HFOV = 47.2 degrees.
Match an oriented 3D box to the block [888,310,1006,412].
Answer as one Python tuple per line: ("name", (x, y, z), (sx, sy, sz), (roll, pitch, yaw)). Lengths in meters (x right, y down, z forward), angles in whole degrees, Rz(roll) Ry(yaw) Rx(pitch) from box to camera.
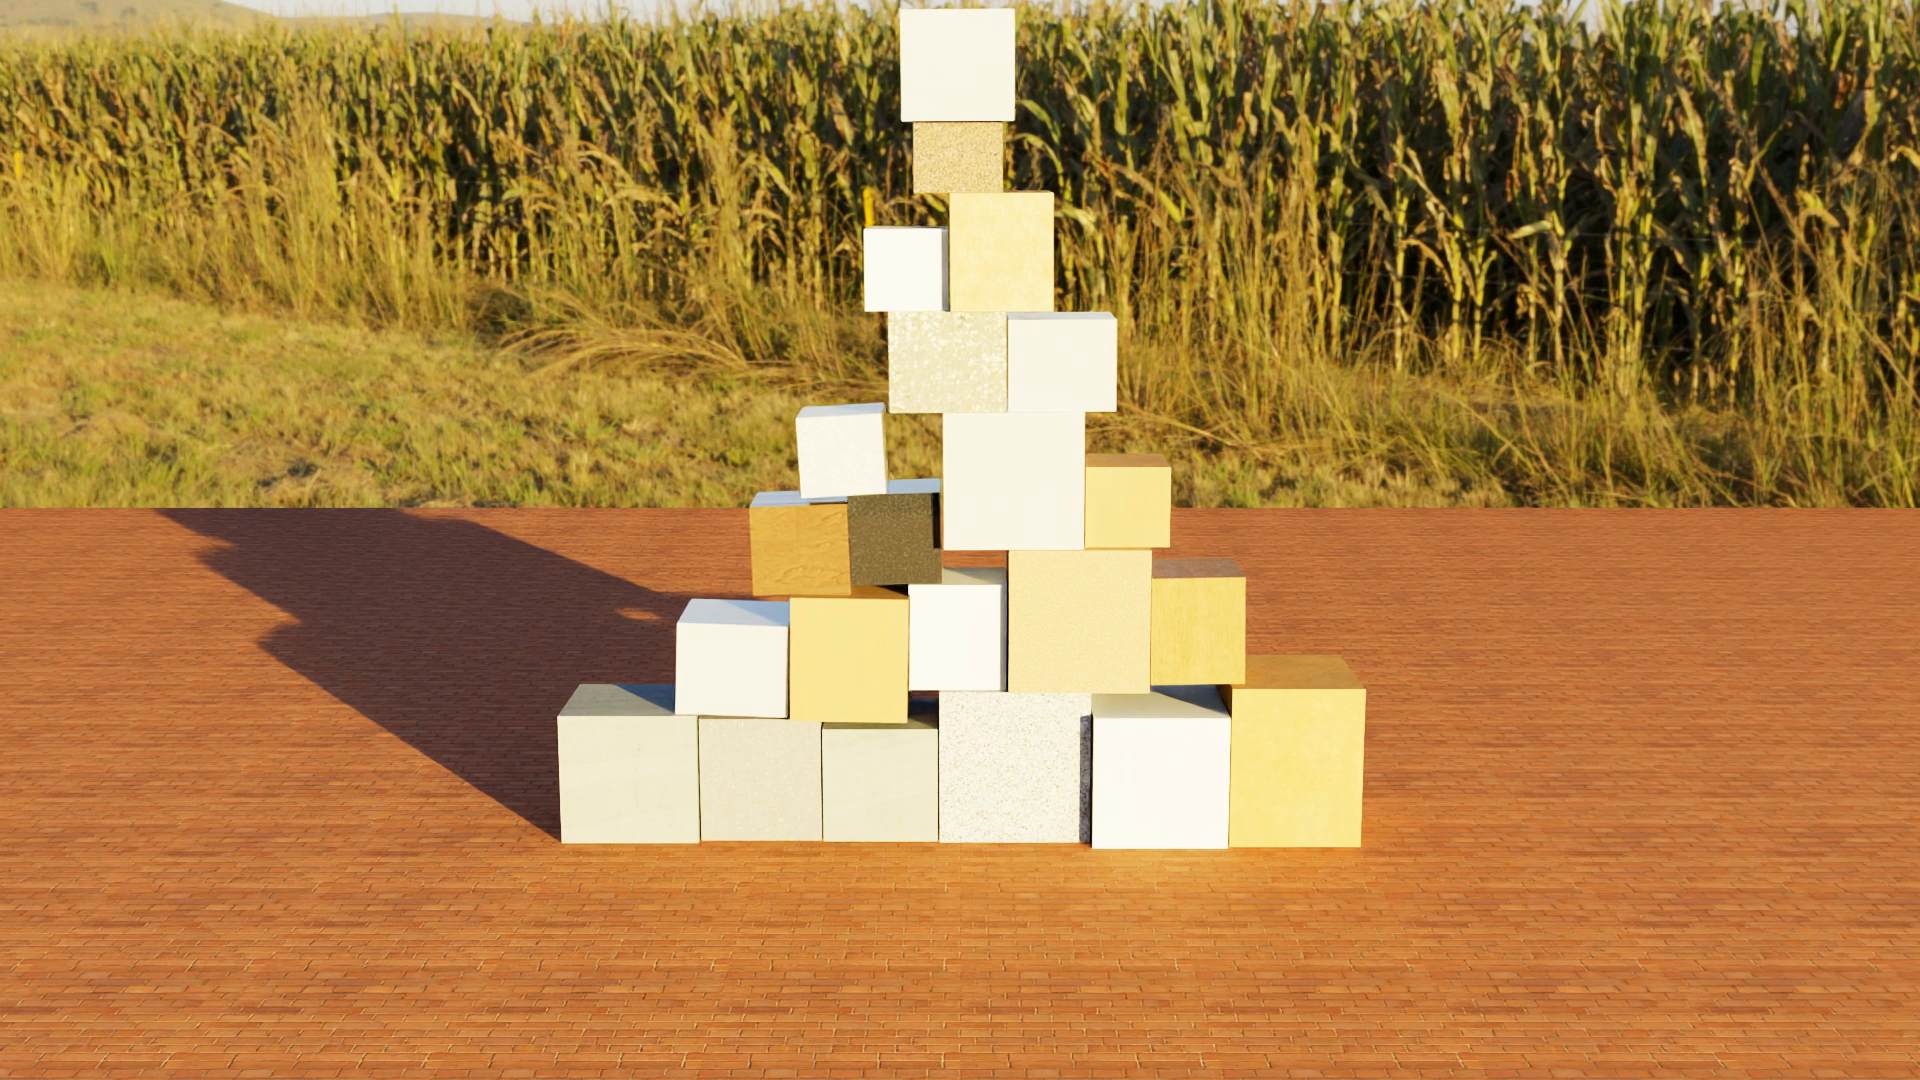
("block", (-0.060, -0.921, 11.032), (0.575, 0.497, 0.553), (0, 10, 0))

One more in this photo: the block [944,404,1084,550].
("block", (0.265, -0.343, 11.135), (0.693, 0.679, 0.628), (0, 10, 0))

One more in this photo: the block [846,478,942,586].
("block", (-0.325, -0.044, 11.178), (0.457, 0.459, 0.455), (-2, 10, 0))

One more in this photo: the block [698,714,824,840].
("block", (-1.008, 1.163, 11.392), (0.612, 0.635, 0.564), (0, 10, 0))

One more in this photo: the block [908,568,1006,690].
("block", (-0.011, 0.448, 11.242), (0.490, 0.536, 0.475), (0, 10, 0))

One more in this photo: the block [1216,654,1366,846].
("block", (1.685, 1.076, 11.365), (0.660, 0.817, 0.751), (0, 10, 0))

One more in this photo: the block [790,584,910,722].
("block", (-0.553, 0.545, 11.273), (0.585, 0.629, 0.639), (1, 10, 0))

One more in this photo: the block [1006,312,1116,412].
("block", (0.502, -0.899, 11.027), (0.530, 0.450, 0.494), (0, 10, 0))

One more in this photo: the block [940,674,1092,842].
("block", (0.276, 1.089, 11.393), (0.759, 0.781, 0.655), (0, 10, 0))

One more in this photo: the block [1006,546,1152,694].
("block", (0.595, 0.350, 11.250), (0.703, 0.725, 0.663), (0, 10, 0))

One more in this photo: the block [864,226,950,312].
("block", (-0.260, -1.351, 10.915), (0.410, 0.394, 0.431), (0, 10, 0))

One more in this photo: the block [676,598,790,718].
("block", (-1.137, 0.600, 11.304), (0.568, 0.466, 0.592), (2, 10, 0))

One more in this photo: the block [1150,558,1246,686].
("block", (1.188, 0.411, 11.241), (0.473, 0.542, 0.516), (-1, 10, 0))

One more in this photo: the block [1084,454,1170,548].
("block", (0.834, -0.206, 11.158), (0.421, 0.401, 0.488), (0, 10, 0))

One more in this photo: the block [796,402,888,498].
("block", (-0.588, -0.457, 11.102), (0.418, 0.398, 0.467), (-3, 10, 1))

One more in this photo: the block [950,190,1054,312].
("block", (0.202, -1.440, 10.903), (0.497, 0.568, 0.584), (0, 10, 0))

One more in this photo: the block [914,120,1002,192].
("block", (-0.010, -1.889, 10.837), (0.432, 0.343, 0.380), (0, 10, 0))

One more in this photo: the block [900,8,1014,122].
("block", (-0.012, -2.317, 10.773), (0.543, 0.522, 0.531), (0, 10, 0))

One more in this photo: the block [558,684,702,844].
("block", (-1.669, 1.149, 11.397), (0.692, 0.662, 0.664), (0, 10, 0))

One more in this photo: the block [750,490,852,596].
("block", (-0.796, 0.008, 11.185), (0.487, 0.447, 0.472), (-2, 10, 0))

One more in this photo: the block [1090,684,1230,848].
("block", (1.006, 1.147, 11.375), (0.680, 0.672, 0.794), (0, 10, 0))

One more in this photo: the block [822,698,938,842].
("block", (-0.402, 1.186, 11.407), (0.579, 0.586, 0.616), (0, 10, 0))
